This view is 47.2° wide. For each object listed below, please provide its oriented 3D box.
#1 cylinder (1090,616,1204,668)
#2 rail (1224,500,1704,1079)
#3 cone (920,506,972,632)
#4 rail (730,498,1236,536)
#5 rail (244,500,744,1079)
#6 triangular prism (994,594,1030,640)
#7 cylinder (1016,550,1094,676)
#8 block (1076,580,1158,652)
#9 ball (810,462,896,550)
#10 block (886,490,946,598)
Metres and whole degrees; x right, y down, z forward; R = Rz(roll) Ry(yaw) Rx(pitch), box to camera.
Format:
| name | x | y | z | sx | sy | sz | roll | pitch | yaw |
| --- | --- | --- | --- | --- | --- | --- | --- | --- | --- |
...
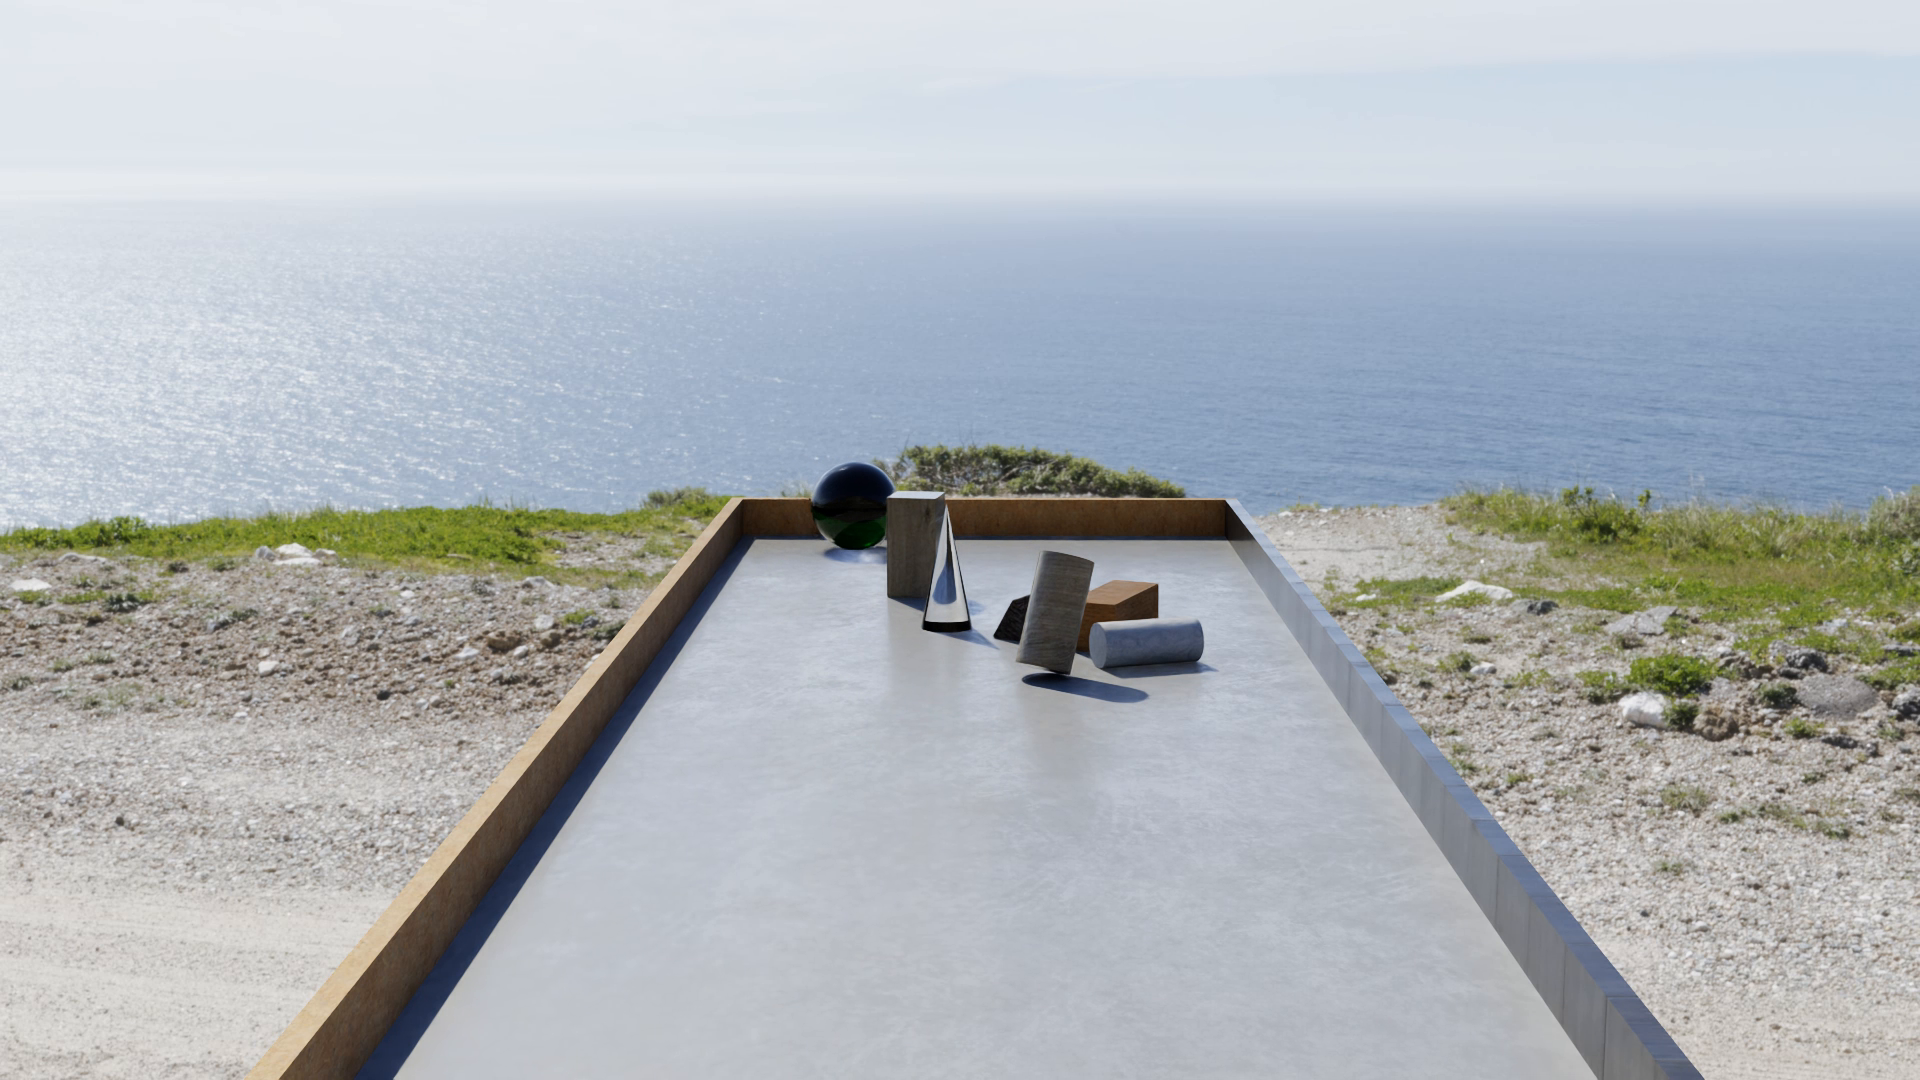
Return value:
| name | x | y | z | sx | sy | sz | roll | pitch | yaw |
| --- | --- | --- | --- | --- | --- | --- | --- | --- | --- |
| cylinder | 0.562 | 0.308 | 6.627 | 0.316 | 0.138 | 0.138 | -3 | 10 | -19 |
| rail | 1.046 | 0.843 | 3.208 | 0.050 | 0.150 | 12.000 | 0 | 9 | 1 |
| cone | -0.044 | 0.083 | 7.171 | 0.170 | 0.411 | 0.170 | 0 | 9 | 0 |
| rail | 0.099 | -0.098 | 9.147 | 2.100 | 0.150 | 0.050 | 0 | 9 | 1 |
| rail | -1.004 | 0.839 | 3.234 | 0.050 | 0.150 | 12.000 | 0 | 9 | 1 |
| triangular prism | 0.276 | 0.223 | 7.169 | 0.147 | 0.128 | 0.439 | 5 | 10 | 28 |
| cylinder | 0.279 | 0.214 | 6.465 | 0.165 | 0.337 | 0.165 | 13 | -6 | 1 |
| block | 0.490 | 0.242 | 6.990 | 0.155 | 0.155 | 0.414 | 4 | 10 | 24 |
| ball | -0.417 | -0.137 | 8.750 | 0.353 | 0.353 | 0.353 | 0 | 9 | 0 |
| block | -0.155 | 0.015 | 7.781 | 0.175 | 0.354 | 0.175 | 2 | 9 | 11 |
